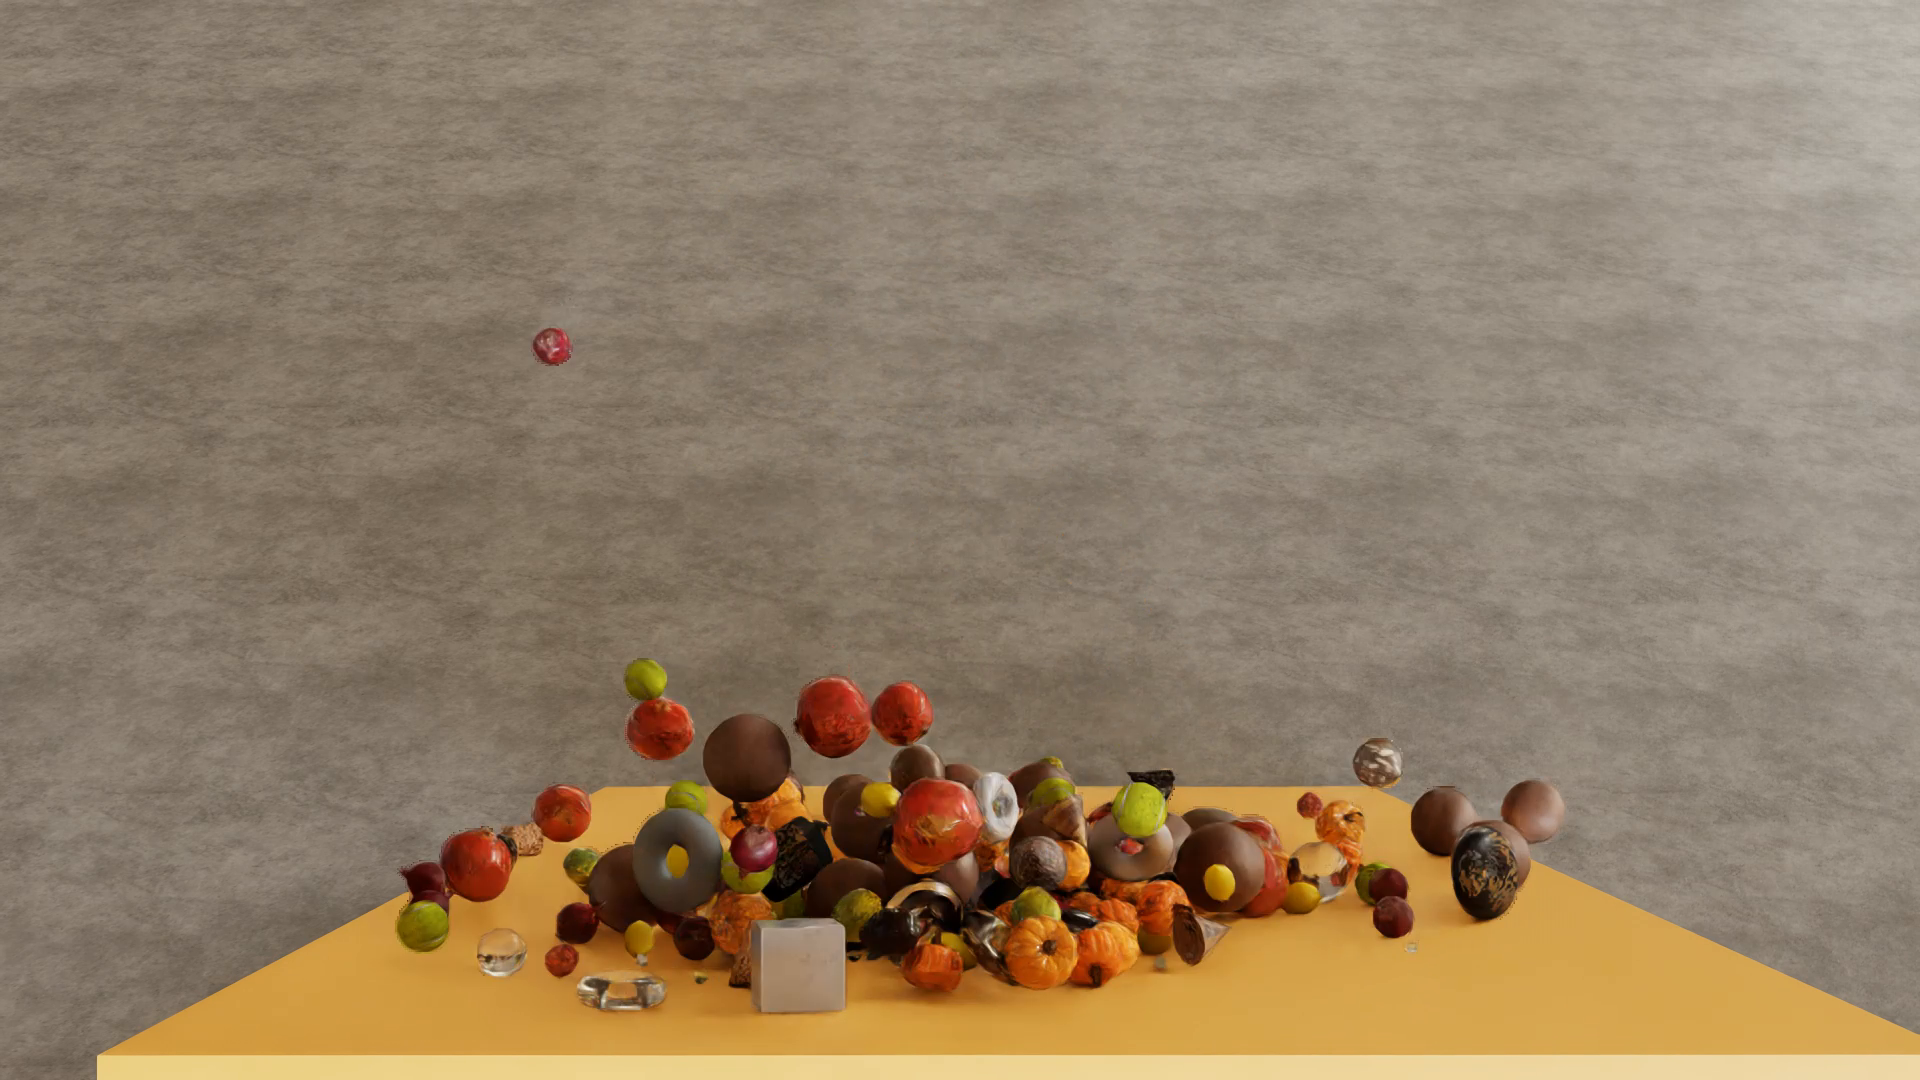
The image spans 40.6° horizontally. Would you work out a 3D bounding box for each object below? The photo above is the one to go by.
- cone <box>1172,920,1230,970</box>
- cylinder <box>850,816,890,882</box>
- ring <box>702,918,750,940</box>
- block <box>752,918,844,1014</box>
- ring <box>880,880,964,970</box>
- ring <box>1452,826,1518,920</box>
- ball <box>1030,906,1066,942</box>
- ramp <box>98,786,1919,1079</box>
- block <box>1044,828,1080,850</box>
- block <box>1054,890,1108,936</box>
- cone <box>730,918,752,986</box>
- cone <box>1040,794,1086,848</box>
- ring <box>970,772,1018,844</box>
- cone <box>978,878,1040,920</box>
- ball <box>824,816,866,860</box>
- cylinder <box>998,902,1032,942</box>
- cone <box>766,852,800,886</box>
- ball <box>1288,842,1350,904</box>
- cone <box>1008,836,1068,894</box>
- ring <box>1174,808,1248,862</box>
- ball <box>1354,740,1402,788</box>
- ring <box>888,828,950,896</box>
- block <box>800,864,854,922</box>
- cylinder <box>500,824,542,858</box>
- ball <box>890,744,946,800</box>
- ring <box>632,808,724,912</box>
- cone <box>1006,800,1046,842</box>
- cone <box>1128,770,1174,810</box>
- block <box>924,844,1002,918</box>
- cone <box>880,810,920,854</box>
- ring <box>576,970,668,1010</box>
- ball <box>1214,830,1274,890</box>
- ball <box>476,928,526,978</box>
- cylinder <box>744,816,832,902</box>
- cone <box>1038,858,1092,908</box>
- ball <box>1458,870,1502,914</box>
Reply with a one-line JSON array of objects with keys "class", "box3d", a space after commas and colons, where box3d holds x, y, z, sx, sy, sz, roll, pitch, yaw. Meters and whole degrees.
[{"class": "cone", "box3d": [0.332, 0.521, 3.442, 0.072, 0.072, 0.072, -23, 40, -25]}, {"class": "cylinder", "box3d": [-0.144, 0.531, 4.456, 0.098, 0.098, 0.098, -1, 73, 4]}, {"class": "ring", "box3d": [-0.332, 0.561, 3.746, 0.081, 0.027, 0.081, 1, -2, 0]}, {"class": "block", "box3d": [-0.195, 0.509, 3.111, 0.099, 0.099, 0.099, 0, -3, -11]}, {"class": "ring", "box3d": [-0.050, 0.505, 3.405, 0.126, 0.126, 0.042, -22, 25, -29]}, {"class": "ring", "box3d": [0.798, 0.507, 3.947, 0.048, 0.143, 0.143, -8, 21, 43]}, {"class": "ball", "box3d": [0.125, 0.547, 3.698, 0.052, 0.052, 0.052, 0, 34, 0]}, {"class": "ramp", "box3d": [0.075, 0.649, 4.780, 2.000, 0.100, 4.000, 0, -1, 0]}, {"class": "block", "box3d": [0.203, 0.567, 5.087, 0.058, 0.058, 0.058, 0, 24, -13]}, {"class": "block", "box3d": [0.178, 0.547, 3.817, 0.058, 0.058, 0.058, 1, -1, -24]}, {"class": "cone", "box3d": [-0.236, 0.534, 3.284, 0.088, 0.088, 0.088, 19, 33, -7]}, {"class": "cone", "box3d": [0.160, 0.405, 3.635, 0.070, 0.070, 0.070, -19, 59, -27]}, {"class": "ring", "box3d": [0.047, 0.367, 3.557, 0.033, 0.098, 0.098, -15, 25, 30]}, {"class": "cone", "box3d": [0.078, 0.548, 3.713, 0.093, 0.093, 0.093, -5, 26, -7]}, {"class": "ball", "box3d": [-0.184, 0.480, 4.177, 0.068, 0.068, 0.068, 0, 34, 0]}, {"class": "cylinder", "box3d": [0.062, 0.523, 3.505, 0.054, 0.054, 0.054, -17, 31, 13]}, {"class": "cone", "box3d": [-0.309, 0.575, 4.433, 0.060, 0.060, 0.060, 4, 30, 6]}, {"class": "ball", "box3d": [0.576, 0.534, 4.171, 0.100, 0.100, 0.100, 0, 34, 0]}, {"class": "cone", "box3d": [0.104, 0.426, 3.431, 0.079, 0.079, 0.079, 0, 77, 1]}, {"class": "ring", "box3d": [0.466, 0.546, 4.785, 0.142, 0.142, 0.047, 7, 50, 11]}, {"class": "ball", "box3d": [0.714, 0.382, 4.433, 0.083, 0.083, 0.083, 0, 34, 0]}, {"class": "ring", "box3d": [-0.059, 0.497, 3.853, 0.046, 0.138, 0.138, -4, 28, 32]}, {"class": "block", "box3d": [-0.193, 0.511, 3.728, 0.062, 0.062, 0.062, -14, 17, -9]}, {"class": "cylinder", "box3d": [-0.826, 0.568, 4.893, 0.059, 0.059, 0.059, 0, 28, -36]}, {"class": "ball", "box3d": [-0.073, 0.398, 4.448, 0.096, 0.096, 0.096, 0, 34, 0]}, {"class": "ring", "box3d": [-0.375, 0.426, 3.449, 0.139, 0.139, 0.046, 22, 5, 29]}, {"class": "cone", "box3d": [0.118, 0.586, 5.217, 0.096, 0.096, 0.096, -26, 41, -18]}, {"class": "cone", "box3d": [0.304, 0.397, 4.281, 0.070, 0.070, 0.070, 29, 28, -20]}, {"class": "block", "box3d": [0.004, 0.510, 3.811, 0.078, 0.078, 0.078, -30, 5, 41]}, {"class": "cone", "box3d": [-0.075, 0.481, 4.138, 0.077, 0.077, 0.077, -20, 27, -27]}, {"class": "ring", "box3d": [-0.407, 0.543, 3.129, 0.108, 0.036, 0.108, 1, -1, 0]}, {"class": "ball", "box3d": [0.478, 0.539, 4.374, 0.098, 0.098, 0.098, 0, 34, 0]}, {"class": "ball", "box3d": [-0.592, 0.533, 3.351, 0.065, 0.065, 0.065, 0, 34, 0]}, {"class": "cylinder", "box3d": [-0.240, 0.447, 3.633, 0.088, 0.088, 0.088, -30, 44, -29]}, {"class": "cone", "box3d": [0.148, 0.497, 3.901, 0.094, 0.094, 0.094, -6, 64, -9]}, {"class": "ball", "box3d": [0.811, 0.547, 4.043, 0.068, 0.068, 0.068, 0, 34, 0]}]
